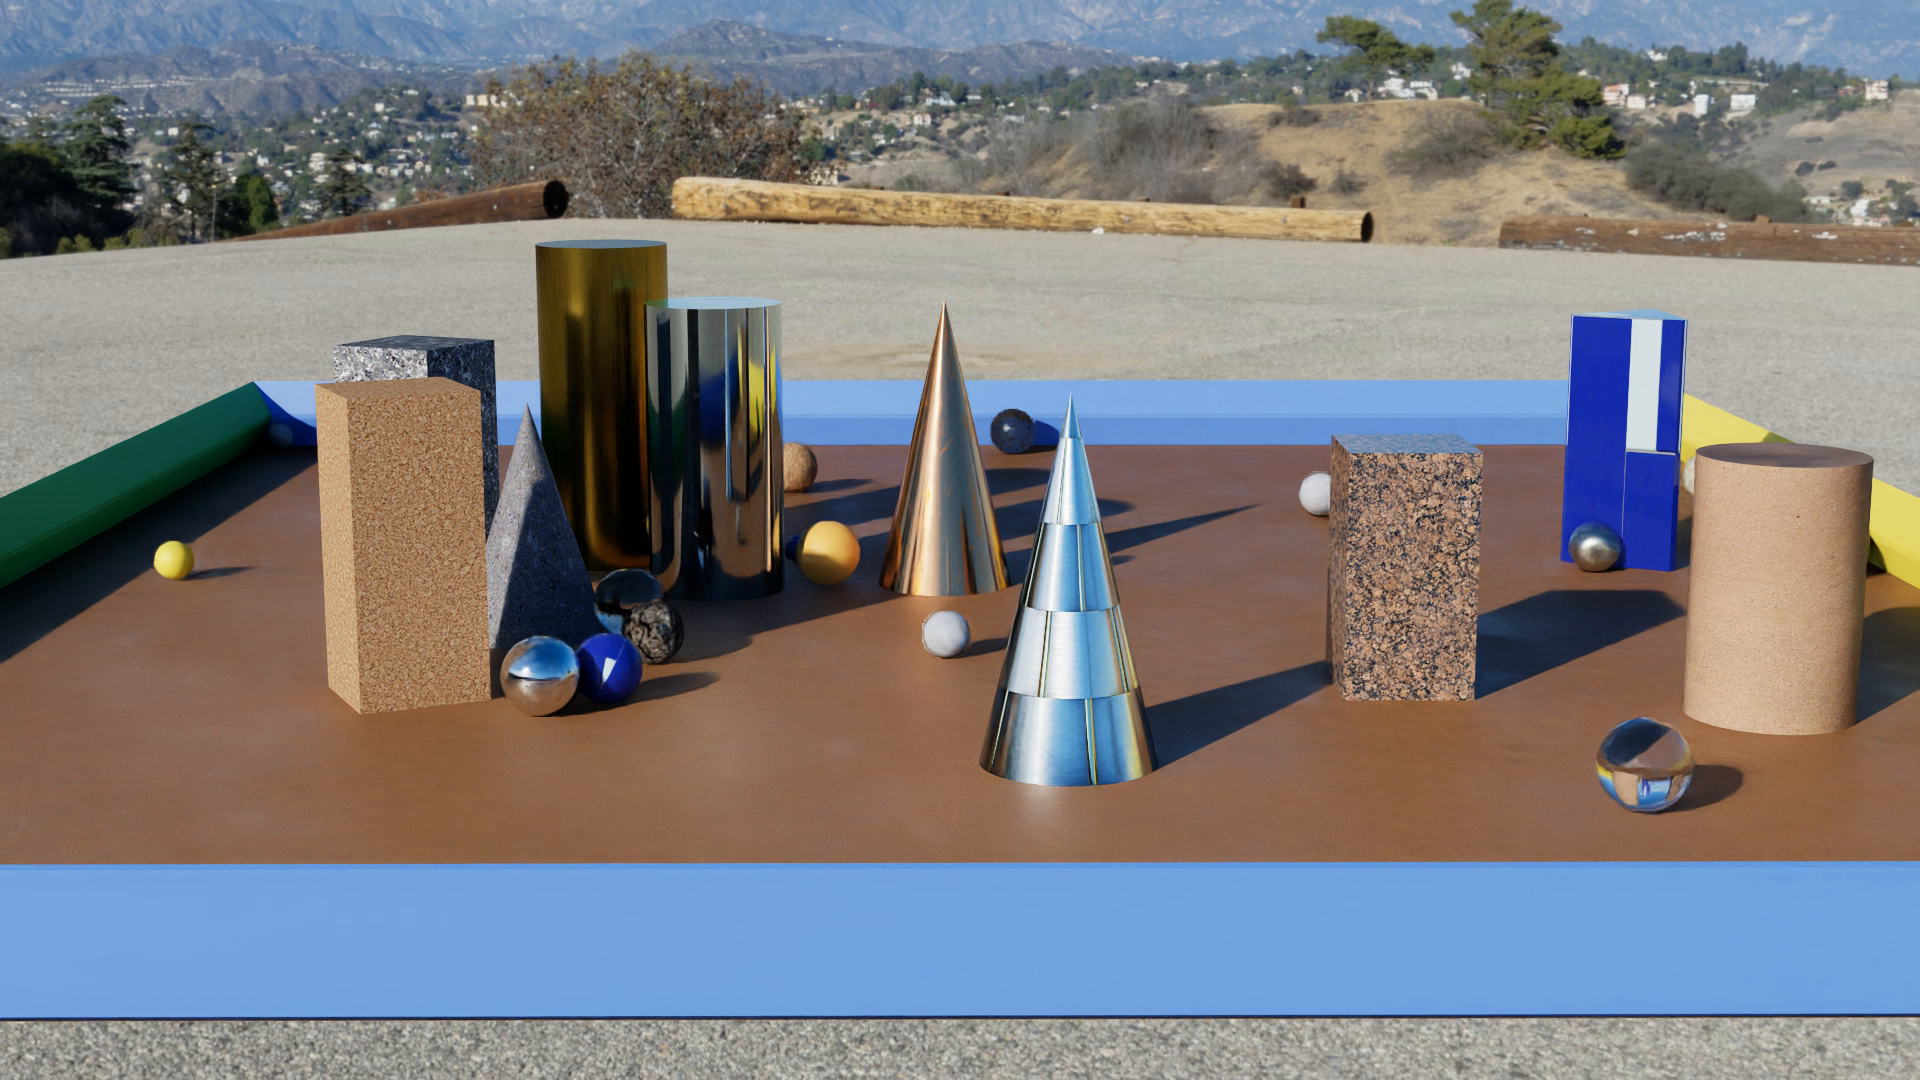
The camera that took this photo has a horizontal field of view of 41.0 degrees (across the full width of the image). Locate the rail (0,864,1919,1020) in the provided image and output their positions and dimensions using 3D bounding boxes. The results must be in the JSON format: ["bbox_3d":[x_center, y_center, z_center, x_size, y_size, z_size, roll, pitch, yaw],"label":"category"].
[{"bbox_3d":[0.009,0.304,1.989,2.693,0.123,0.045,0,11,0],"label":"rail"}]

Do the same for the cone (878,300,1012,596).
[{"bbox_3d":[-0.022,-0.138,3.600,0.189,0.404,0.189,0,11,0],"label":"cone"}]

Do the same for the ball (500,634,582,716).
[{"bbox_3d":[-0.472,0.152,2.894,0.091,0.091,0.091,0,11,0],"label":"ball"}]

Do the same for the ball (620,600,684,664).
[{"bbox_3d":[-0.377,0.112,3.146,0.077,0.077,0.077,0,11,0],"label":"ball"}]

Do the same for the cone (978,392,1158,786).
[{"bbox_3d":[0.114,0.040,2.670,0.189,0.393,0.189,0,11,0],"label":"cone"}]

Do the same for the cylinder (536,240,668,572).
[{"bbox_3d":[-0.521,-0.201,3.765,0.189,0.466,0.189,0,11,0],"label":"cylinder"}]

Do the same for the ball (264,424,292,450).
[{"bbox_3d":[-1.297,-0.197,4.881,0.050,0.050,0.050,0,11,0],"label":"ball"}]

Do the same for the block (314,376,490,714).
[{"bbox_3d":[-0.644,0.002,2.967,0.152,0.360,0.152,-5,12,-27],"label":"block"}]

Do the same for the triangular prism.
[{"bbox_3d":[0.995,-0.152,3.783,0.164,0.365,0.142,6,12,29],"label":"triangular prism"}]

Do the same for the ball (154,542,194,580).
[{"bbox_3d":[-1.119,0.029,3.652,0.055,0.055,0.055,0,11,0],"label":"ball"}]

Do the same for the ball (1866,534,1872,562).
[{"bbox_3d":[1.256,0.008,3.670,0.091,0.091,0.091,0,11,0],"label":"ball"}]

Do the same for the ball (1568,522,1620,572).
[{"bbox_3d":[0.917,0.009,3.710,0.073,0.073,0.073,0,11,0],"label":"ball"}]

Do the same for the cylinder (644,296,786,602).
[{"bbox_3d":[-0.340,-0.130,3.565,0.189,0.400,0.189,0,11,0],"label":"cylinder"}]

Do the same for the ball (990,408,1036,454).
[{"bbox_3d":[0.099,-0.205,4.825,0.087,0.087,0.087,0,11,0],"label":"ball"}]

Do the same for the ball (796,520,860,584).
[{"bbox_3d":[-0.186,0.017,3.620,0.091,0.091,0.091,0,11,0],"label":"ball"}]

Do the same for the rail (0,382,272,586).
[{"bbox_3d":[-1.323,0.033,3.442,0.045,0.123,3.019,0,11,0],"label":"rail"}]

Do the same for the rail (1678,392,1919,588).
[{"bbox_3d":[1.323,0.030,3.457,0.045,0.123,3.019,0,11,0],"label":"rail"}]

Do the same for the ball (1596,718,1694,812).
[{"bbox_3d":[0.673,0.221,2.521,0.093,0.093,0.093,0,11,0],"label":"ball"}]

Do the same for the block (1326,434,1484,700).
[{"bbox_3d":[0.519,0.029,3.014,0.152,0.289,0.152,0,11,0],"label":"block"}]

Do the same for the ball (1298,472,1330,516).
[{"bbox_3d":[0.585,-0.074,4.164,0.070,0.070,0.070,0,11,0],"label":"ball"}]

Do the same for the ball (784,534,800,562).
[{"bbox_3d":[-0.242,0.013,3.783,0.040,0.040,0.040,0,11,0],"label":"ball"}]

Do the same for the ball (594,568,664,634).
[{"bbox_3d":[-0.424,0.080,3.286,0.090,0.090,0.090,0,11,0],"label":"ball"}]

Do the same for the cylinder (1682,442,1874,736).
[{"bbox_3d":[0.916,0.051,2.878,0.189,0.296,0.189,0,11,0],"label":"cylinder"}]

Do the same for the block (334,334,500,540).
[{"bbox_3d":[-0.734,-0.092,3.485,0.152,0.354,0.152,5,12,25],"label":"block"}]

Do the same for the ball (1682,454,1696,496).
[{"bbox_3d":[1.252,-0.105,4.277,0.091,0.091,0.091,0,11,0],"label":"ball"}]

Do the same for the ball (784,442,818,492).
[{"bbox_3d":[-0.286,-0.124,4.389,0.086,0.086,0.086,0,11,0],"label":"ball"}]

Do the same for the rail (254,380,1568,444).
[{"bbox_3d":[-0.009,-0.241,4.910,2.693,0.123,0.045,0,11,0],"label":"rail"}]

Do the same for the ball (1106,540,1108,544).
[{"bbox_3d":[0.191,0.013,3.749,0.053,0.053,0.053,0,11,0],"label":"ball"}]

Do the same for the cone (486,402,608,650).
[{"bbox_3d":[-0.550,-0.028,3.288,0.189,0.301,0.189,0,11,0],"label":"cone"}]

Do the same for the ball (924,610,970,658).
[{"bbox_3d":[-0.016,0.116,3.176,0.059,0.059,0.059,0,11,0],"label":"ball"}]

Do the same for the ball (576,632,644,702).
[{"bbox_3d":[-0.406,0.146,2.953,0.081,0.081,0.081,0,11,0],"label":"ball"}]
